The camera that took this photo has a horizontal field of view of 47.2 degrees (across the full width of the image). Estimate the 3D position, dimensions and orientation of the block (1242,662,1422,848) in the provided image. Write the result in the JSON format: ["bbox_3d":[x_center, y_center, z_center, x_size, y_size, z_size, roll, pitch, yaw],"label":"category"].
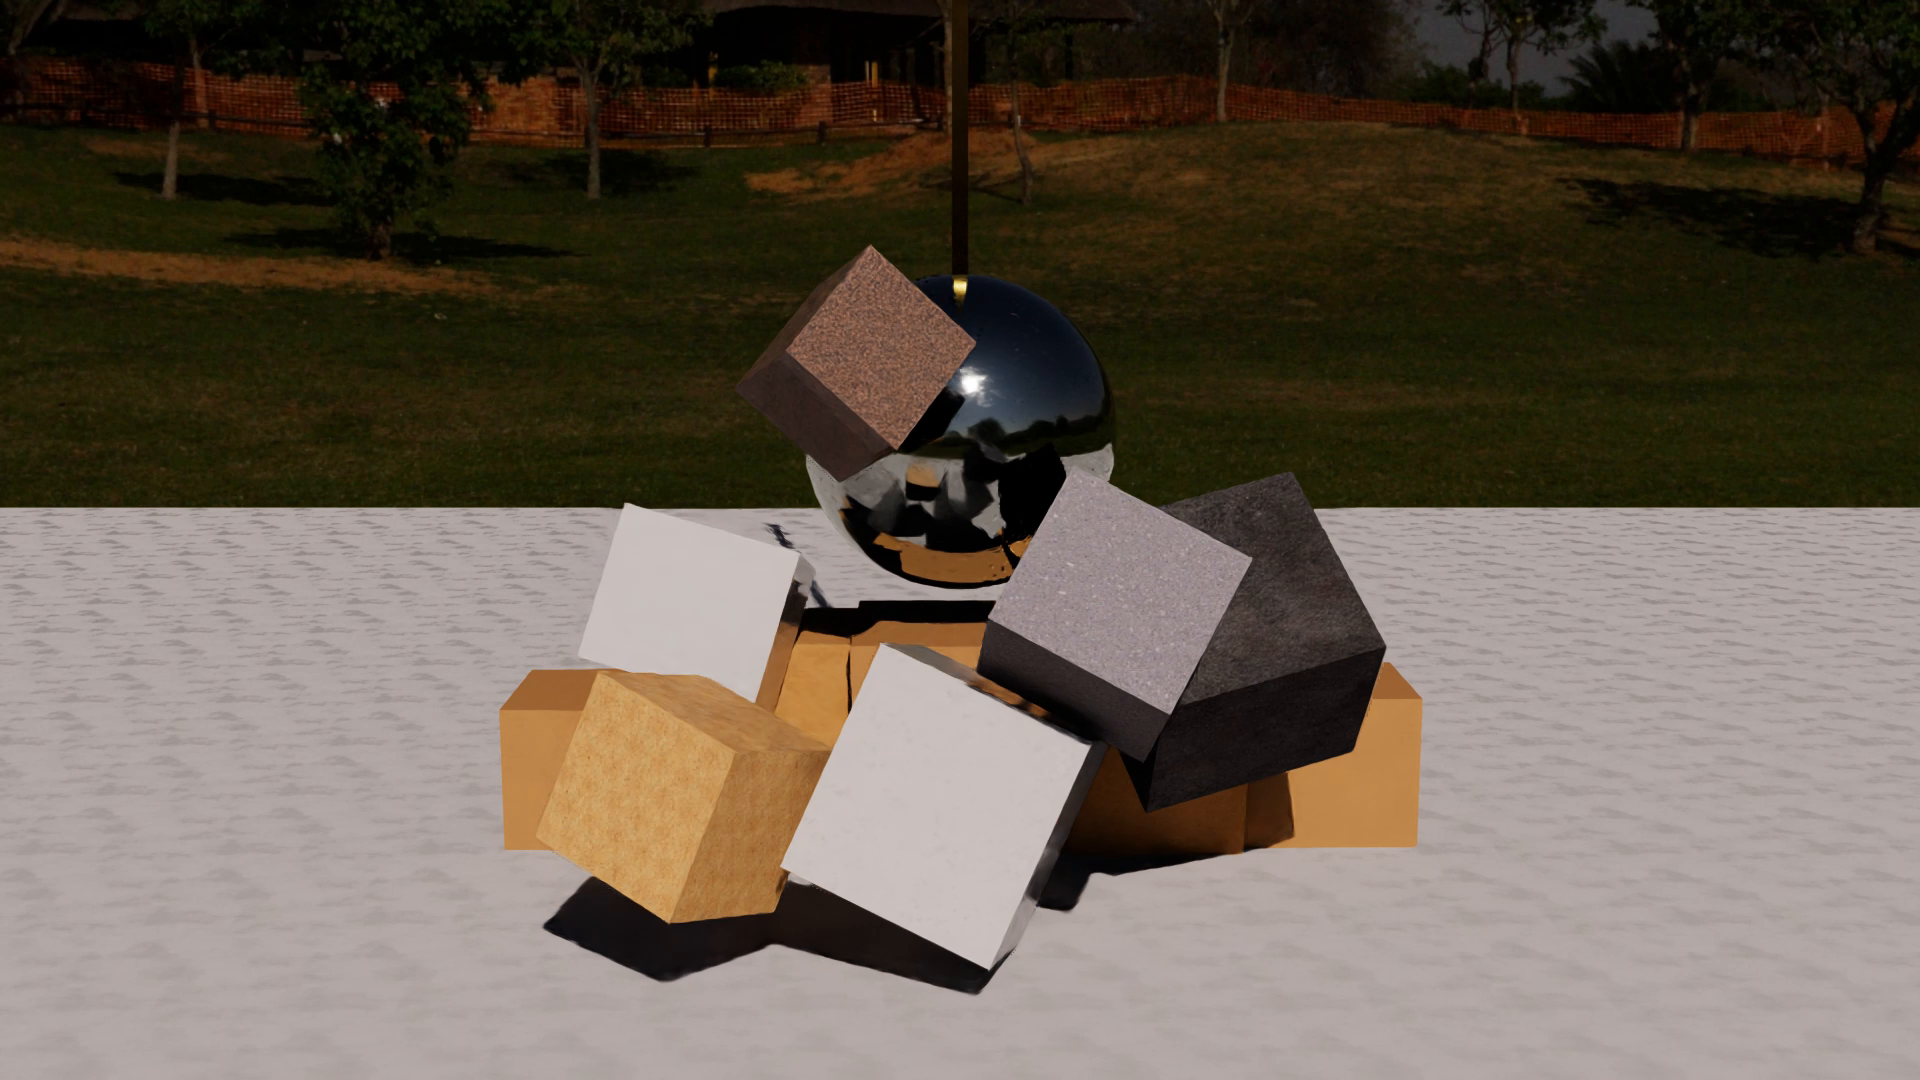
[{"bbox_3d":[1.849,1.099,11.375,0.890,0.768,0.782,0,10,-1],"label":"block"}]

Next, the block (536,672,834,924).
[{"bbox_3d":[-1.130,1.054,9.136,0.765,0.748,0.731,26,8,29],"label":"block"}]

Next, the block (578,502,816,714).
[{"bbox_3d":[-1.231,0.341,10.458,0.845,0.739,0.795,16,-6,3],"label":"block"}]

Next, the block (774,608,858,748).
[{"bbox_3d":[-1.004,0.956,11.365,0.921,1.053,0.848,0,10,0],"label":"block"}]

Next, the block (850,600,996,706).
[{"bbox_3d":[-0.078,0.950,11.335,0.915,1.076,1.070,0,10,0],"label":"block"}]

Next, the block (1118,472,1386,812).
[{"bbox_3d":[1.181,0.463,10.021,1.035,0.894,1.006,-15,56,-12],"label":"block"}]

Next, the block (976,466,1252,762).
[{"bbox_3d":[0.605,0.314,8.902,0.792,0.721,0.795,28,-18,6],"label":"block"}]

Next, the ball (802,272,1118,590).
[{"bbox_3d":[0.000,-0.548,11.140,1.600,1.600,1.600,0,10,0],"label":"ball"}]

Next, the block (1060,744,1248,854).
[{"bbox_3d":[0.908,0.878,11.142,0.990,1.083,0.925,0,25,-1],"label":"block"}]

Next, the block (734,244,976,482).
[{"bbox_3d":[-0.471,-0.779,9.845,0.668,0.643,0.626,-55,14,-26],"label":"block"}]

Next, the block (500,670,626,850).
[{"bbox_3d":[-1.878,1.122,11.373,0.808,0.723,0.847,0,10,0],"label":"block"}]

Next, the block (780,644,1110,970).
[{"bbox_3d":[-0.029,1.103,9.386,0.956,1.010,0.907,25,1,10],"label":"block"}]

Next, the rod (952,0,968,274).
[{"bbox_3d":[0.000,-3.888,10.499,0.080,5.200,0.080,0,11,0],"label":"rod"}]
